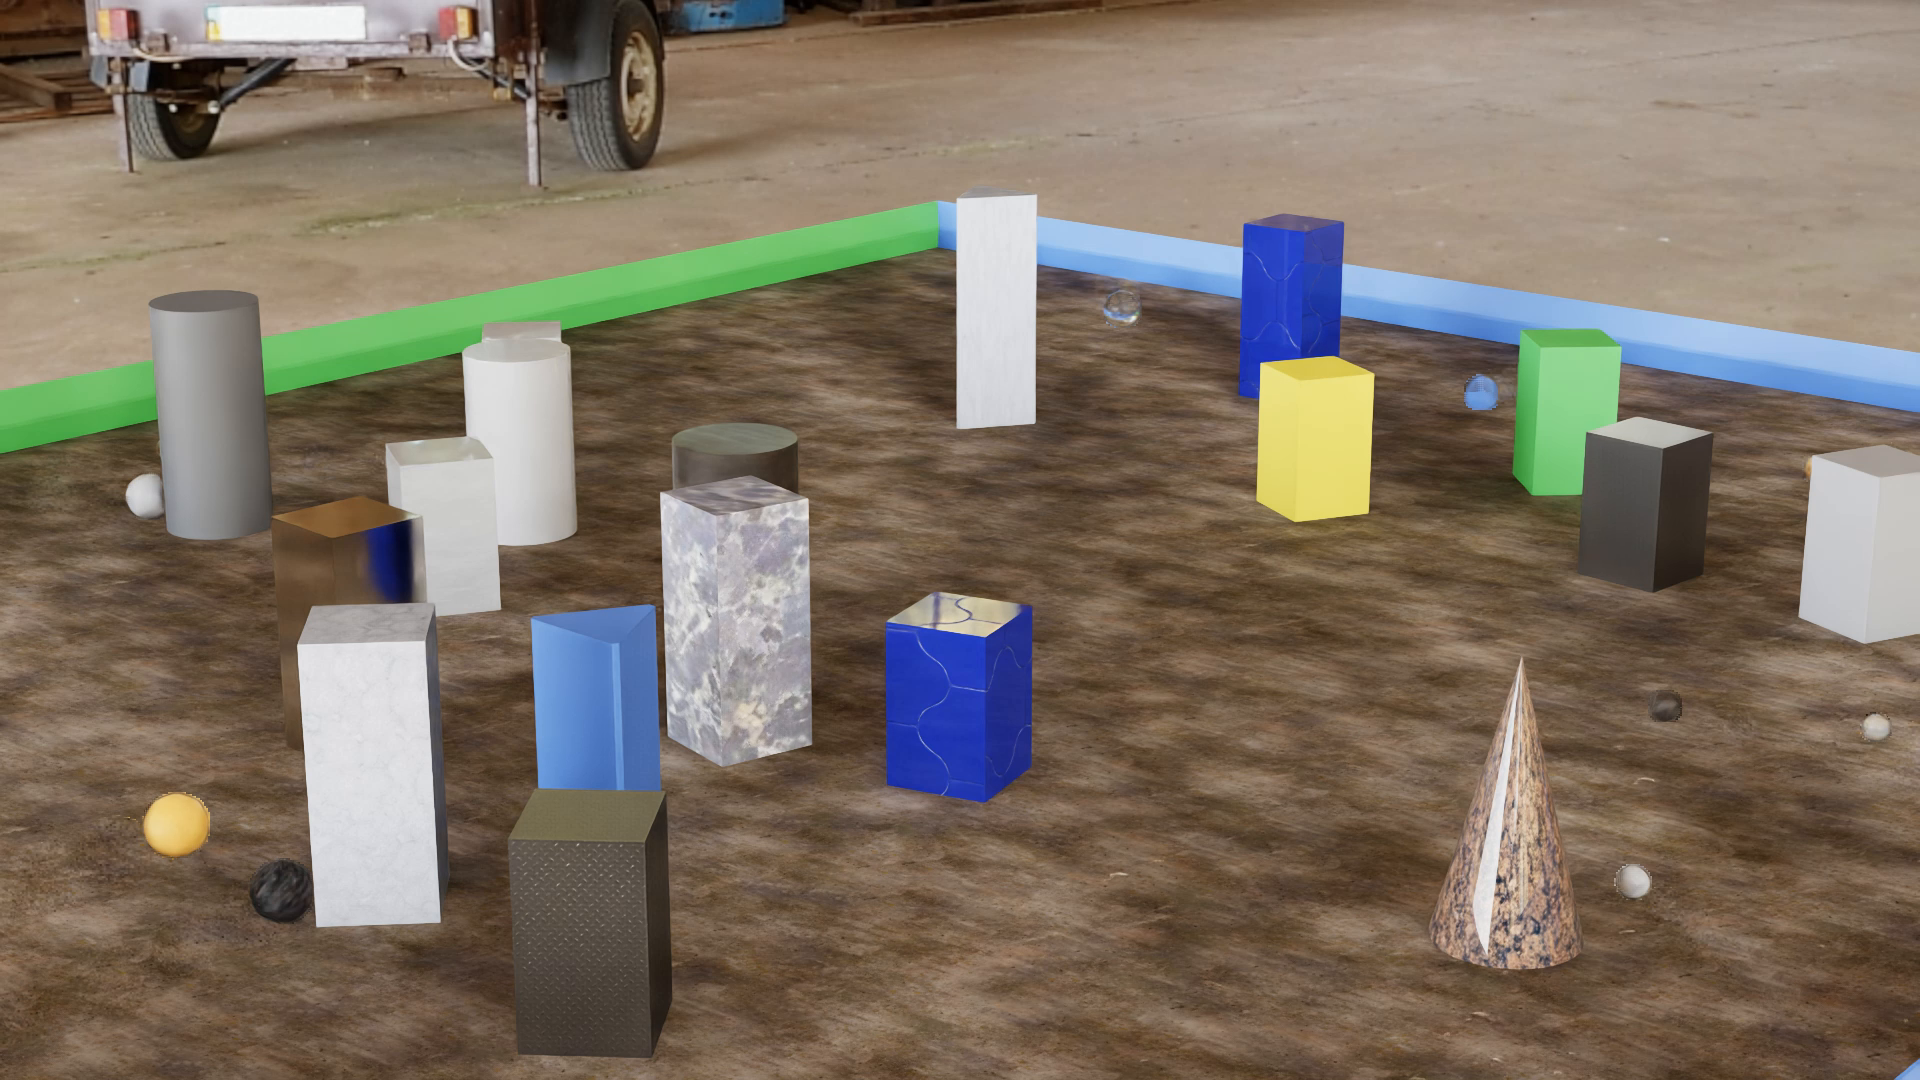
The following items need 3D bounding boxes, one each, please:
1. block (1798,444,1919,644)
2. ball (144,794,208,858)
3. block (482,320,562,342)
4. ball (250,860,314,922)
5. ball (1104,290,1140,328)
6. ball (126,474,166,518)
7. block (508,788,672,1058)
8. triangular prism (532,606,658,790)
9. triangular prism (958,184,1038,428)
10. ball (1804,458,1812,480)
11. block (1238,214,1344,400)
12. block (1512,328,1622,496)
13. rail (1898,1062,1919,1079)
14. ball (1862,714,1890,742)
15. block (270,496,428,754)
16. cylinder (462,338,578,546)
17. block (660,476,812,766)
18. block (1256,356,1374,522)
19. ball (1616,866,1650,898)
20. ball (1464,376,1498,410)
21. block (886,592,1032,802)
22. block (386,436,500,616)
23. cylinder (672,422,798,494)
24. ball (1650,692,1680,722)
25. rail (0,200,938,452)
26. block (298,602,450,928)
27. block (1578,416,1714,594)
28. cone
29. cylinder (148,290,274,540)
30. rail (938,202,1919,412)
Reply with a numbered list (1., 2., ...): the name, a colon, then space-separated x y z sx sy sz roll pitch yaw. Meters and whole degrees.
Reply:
1. block: 1.541 0.005 4.941 0.159 0.287 0.159 -8 19 -25
2. ball: -1.071 0.391 4.008 0.086 0.086 0.086 0 17 0
3. block: -0.897 -0.309 6.039 0.159 0.254 0.159 -2 17 -7
4. ball: -0.877 0.455 3.792 0.080 0.080 0.080 0 17 0
5. ball: 0.397 -0.566 7.176 0.089 0.089 0.089 0 17 0
6. ball: -1.538 -0.083 5.565 0.086 0.086 0.086 0 17 0
7. block: -0.435 0.453 3.478 0.159 0.273 0.159 1 17 3
8. triangular prism: -0.479 0.251 4.101 0.172 0.300 0.149 14 22 39
9. triangular prism: 0.059 -0.501 6.260 0.172 0.494 0.149 -5 17 -15
10. ball: 1.705 -0.139 5.817 0.057 0.057 0.057 0 17 0
11. block: 0.732 -0.510 6.477 0.159 0.387 0.159 13 21 37
12. block: 1.195 -0.253 5.781 0.159 0.297 0.159 -1 17 -3
13. rail: 1.580 0.428 3.806 0.045 0.129 4.684 14 22 39
14. ball: 1.387 0.284 4.438 0.041 0.041 0.041 0 17 0
15. block: -0.904 0.138 4.372 0.159 0.360 0.159 16 23 42
16. cylinder: -0.819 -0.184 5.464 0.198 0.347 0.198 0 17 0
17. block: -0.334 0.119 4.389 0.159 0.387 0.159 -12 20 -34
18. block: 0.680 -0.196 5.626 0.159 0.275 0.159 -7 18 -21
19. ball: 0.890 0.453 3.877 0.043 0.043 0.043 0 17 0
20. ball: 1.137 -0.320 6.392 0.072 0.072 0.072 0 17 0
21. block: 0.000 0.226 4.268 0.159 0.251 0.159 8 19 25
22. block: -0.892 -0.023 5.062 0.159 0.271 0.159 -6 18 -19
23. cylinder: -0.354 0.030 4.665 0.198 0.397 0.198 0 17 0
24. ball: 1.087 0.257 4.520 0.047 0.047 0.047 0 17 0
25. rail: -1.580 -0.364 6.434 0.045 0.129 4.684 14 22 39
26. block: -0.760 0.291 3.819 0.159 0.385 0.159 -1 17 -5
27. block: 1.218 -0.065 5.213 0.159 0.262 0.159 -15 23 -42
28. cone: 0.701 0.326 3.710 0.198 0.381 0.198 0 17 0
29. cylinder: -1.399 -0.236 5.487 0.198 0.432 0.198 0 17 0
30. rail: 1.520 -0.473 6.796 4.233 0.129 0.045 14 22 39
